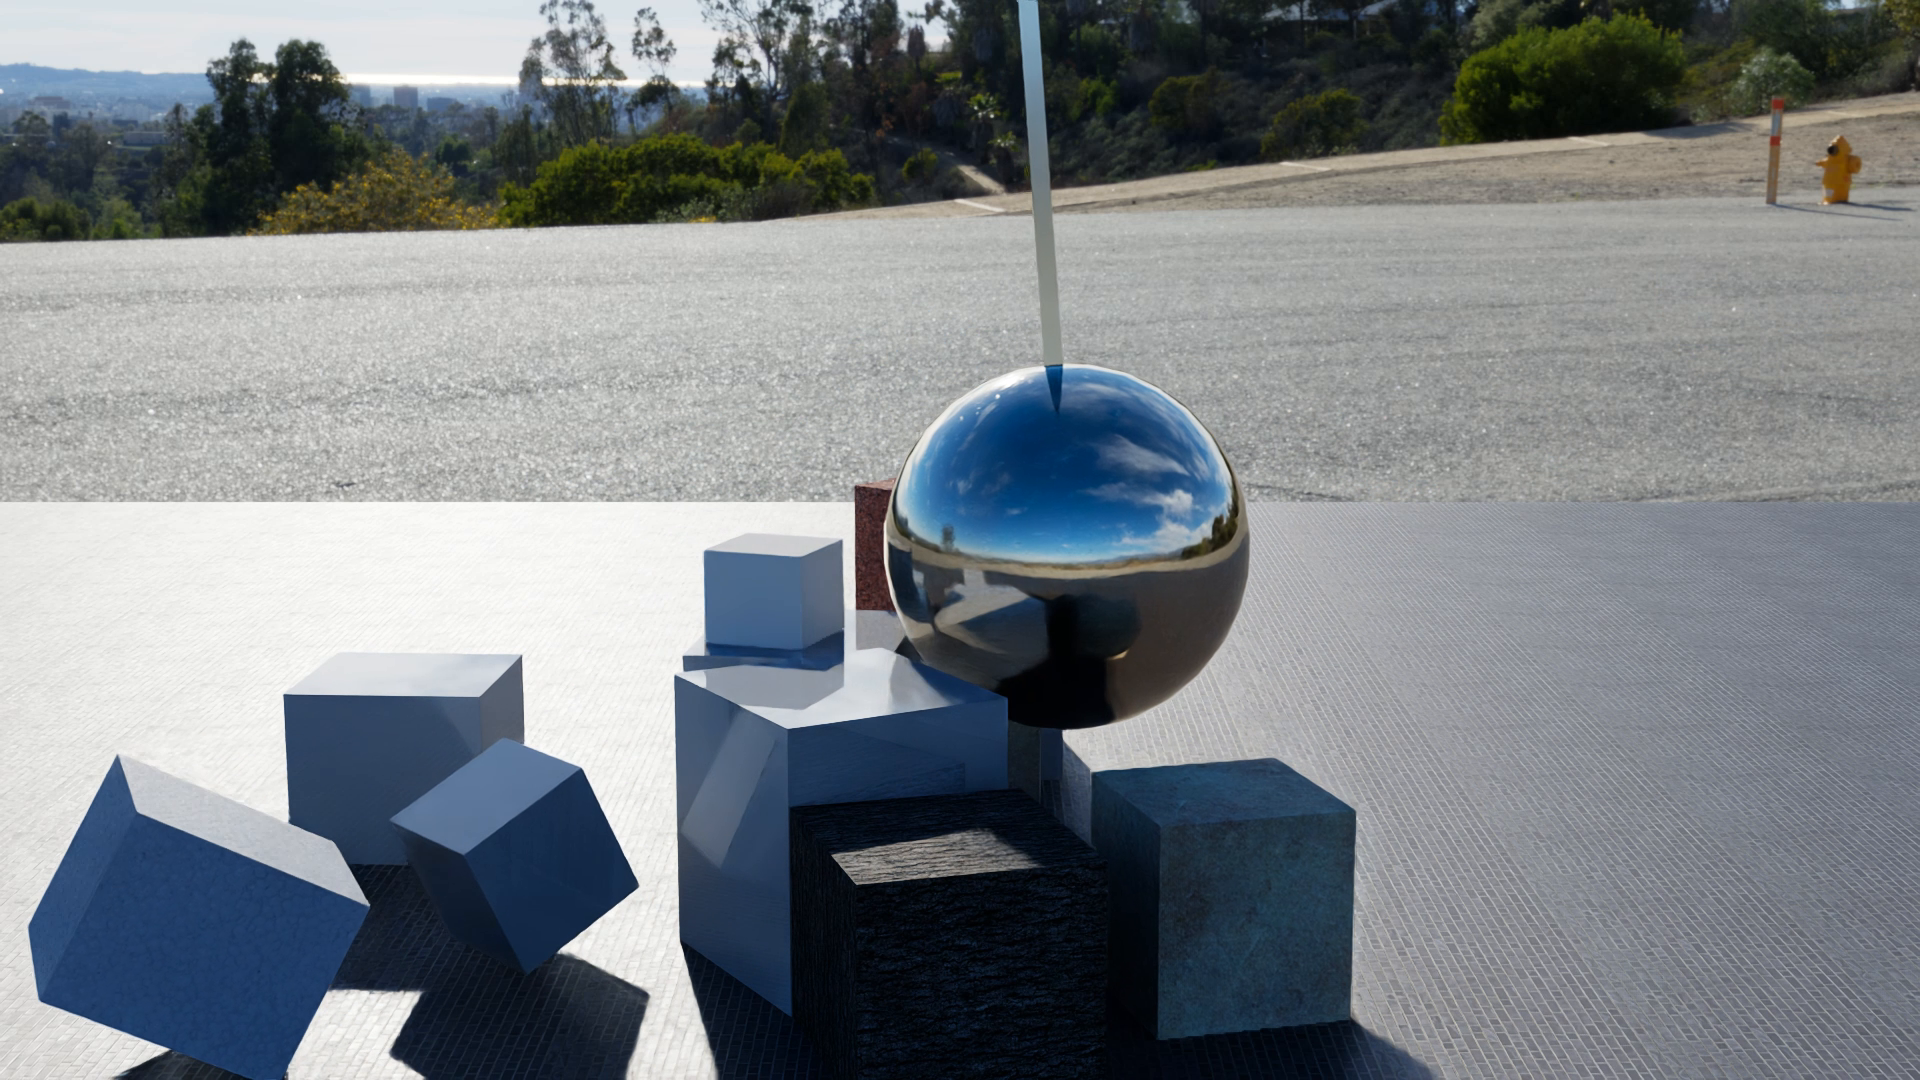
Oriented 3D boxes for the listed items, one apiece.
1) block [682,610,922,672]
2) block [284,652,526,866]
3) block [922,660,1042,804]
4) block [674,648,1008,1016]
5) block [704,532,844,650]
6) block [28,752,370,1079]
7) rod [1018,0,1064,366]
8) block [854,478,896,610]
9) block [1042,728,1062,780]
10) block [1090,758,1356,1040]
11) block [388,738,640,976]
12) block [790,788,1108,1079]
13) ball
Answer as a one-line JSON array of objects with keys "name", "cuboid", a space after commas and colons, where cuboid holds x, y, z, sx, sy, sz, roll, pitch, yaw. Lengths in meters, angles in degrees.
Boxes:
[{"name": "block", "cuboid": [-0.686, 0.928, 11.541, 0.892, 1.045, 1.023, 1, 10, 7]}, {"name": "block", "cuboid": [-2.547, 1.000, 11.881, 0.887, 0.782, 0.847, 1, 10, 3]}, {"name": "block", "cuboid": [0.002, 0.944, 12.441, 0.777, 0.691, 0.829, 0, 10, 2]}, {"name": "block", "cuboid": [-0.485, 1.126, 10.247, 0.951, 1.119, 1.027, -6, 12, -30]}, {"name": "block", "cuboid": [-0.820, 0.221, 11.351, 0.467, 0.412, 0.466, 4, 11, 20]}, {"name": "block", "cuboid": [-2.740, 1.351, 9.199, 0.875, 0.713, 0.831, 28, -2, -24]}, {"name": "rod", "cuboid": [0.201, -3.308, 10.579, 0.080, 5.200, 0.080, -4, 10, 1]}, {"name": "block", "cuboid": [-0.038, 0.030, 12.797, 0.675, 0.632, 0.702, 8, 13, 38]}, {"name": "block", "cuboid": [0.023, 0.700, 13.294, 0.997, 0.866, 0.914, 0, 10, 1]}, {"name": "block", "cuboid": [0.991, 1.354, 9.840, 0.771, 0.814, 0.776, -3, 11, -16]}, {"name": "block", "cuboid": [-1.799, 1.267, 10.364, 0.592, 0.603, 0.613, -37, 30, -30]}, {"name": "block", "cuboid": [-0.059, 1.455, 9.275, 0.900, 0.819, 0.967, -3, 11, -17]}, {"name": "ball", "cuboid": [0.464, 0.027, 11.185, 1.600, 1.600, 1.600, 0, 10, 0]}]
